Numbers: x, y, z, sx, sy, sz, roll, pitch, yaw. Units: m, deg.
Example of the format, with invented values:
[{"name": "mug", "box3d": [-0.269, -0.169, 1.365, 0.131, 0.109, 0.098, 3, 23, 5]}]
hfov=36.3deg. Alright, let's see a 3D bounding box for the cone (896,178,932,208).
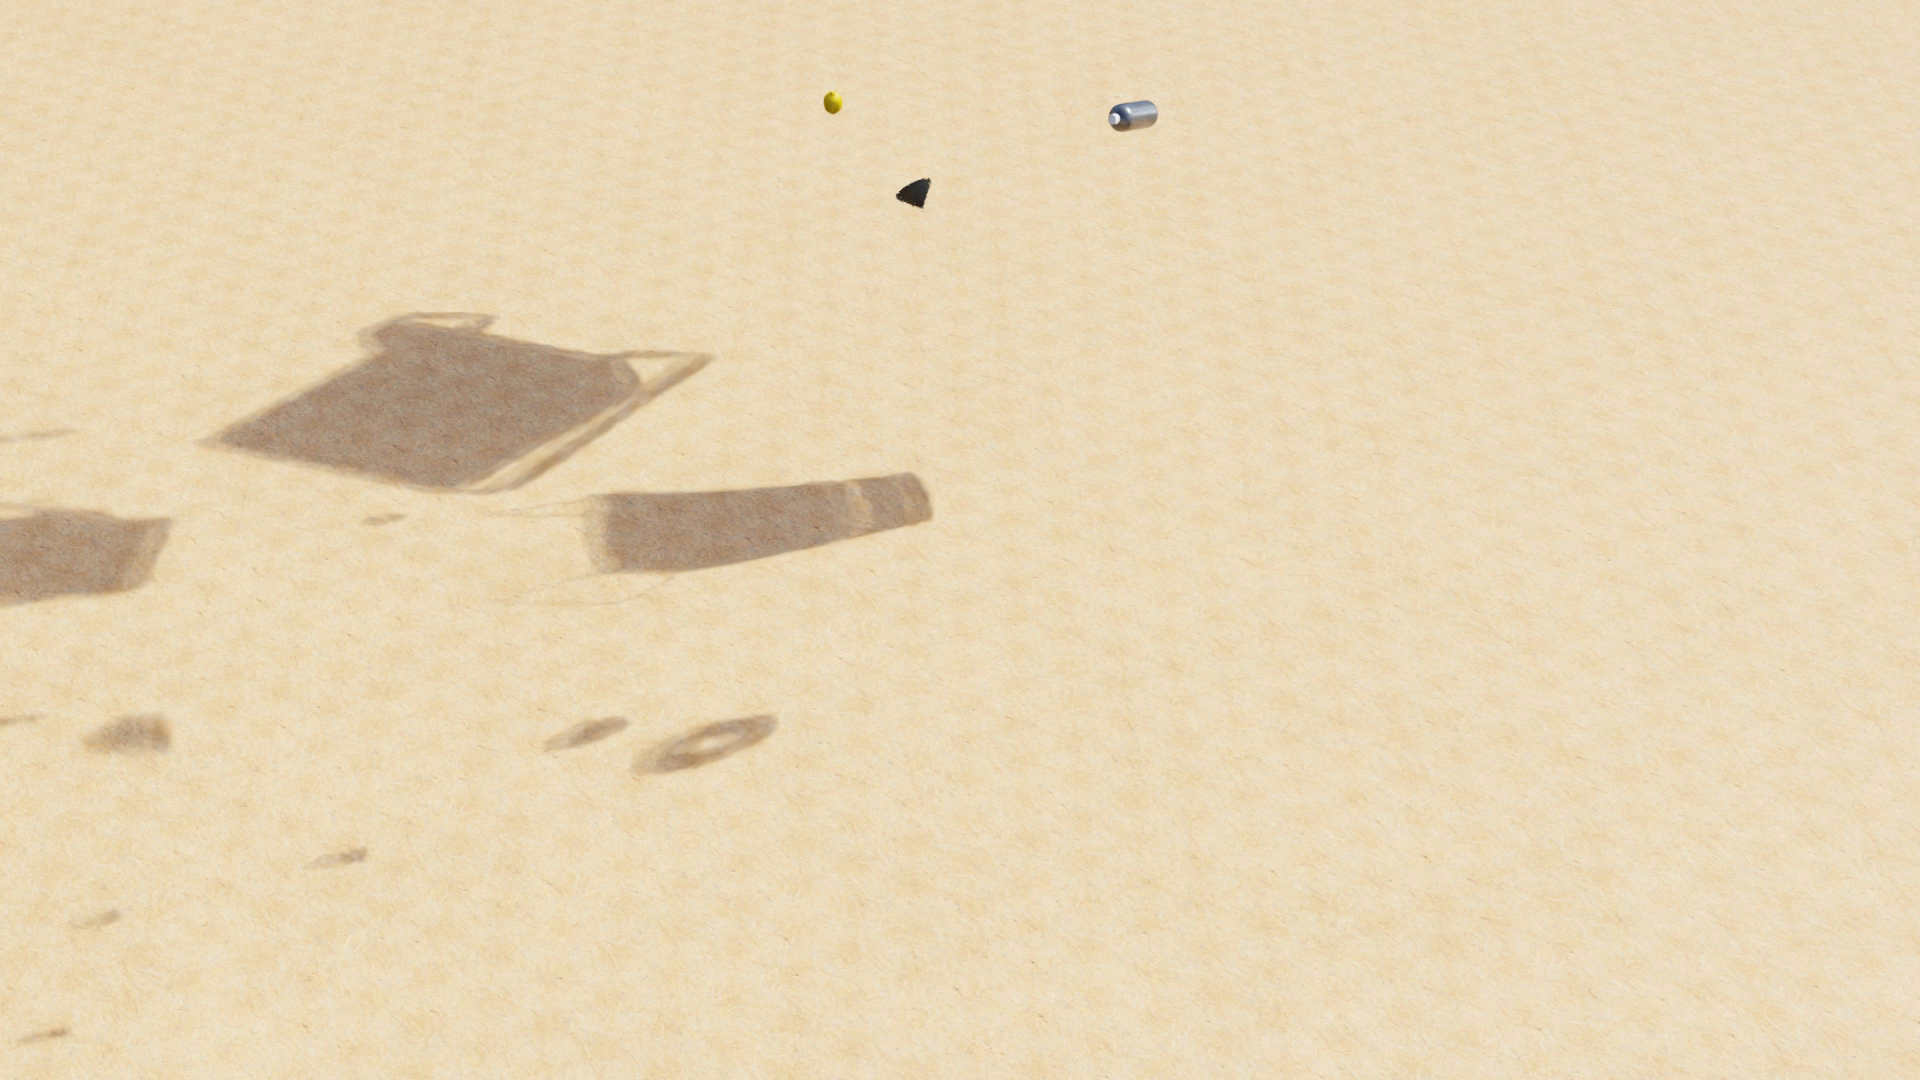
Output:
[{"name": "cone", "box3d": [-0.124, -1.010, 8.696, 0.107, 0.119, 0.067, 11, 50, -63]}]
